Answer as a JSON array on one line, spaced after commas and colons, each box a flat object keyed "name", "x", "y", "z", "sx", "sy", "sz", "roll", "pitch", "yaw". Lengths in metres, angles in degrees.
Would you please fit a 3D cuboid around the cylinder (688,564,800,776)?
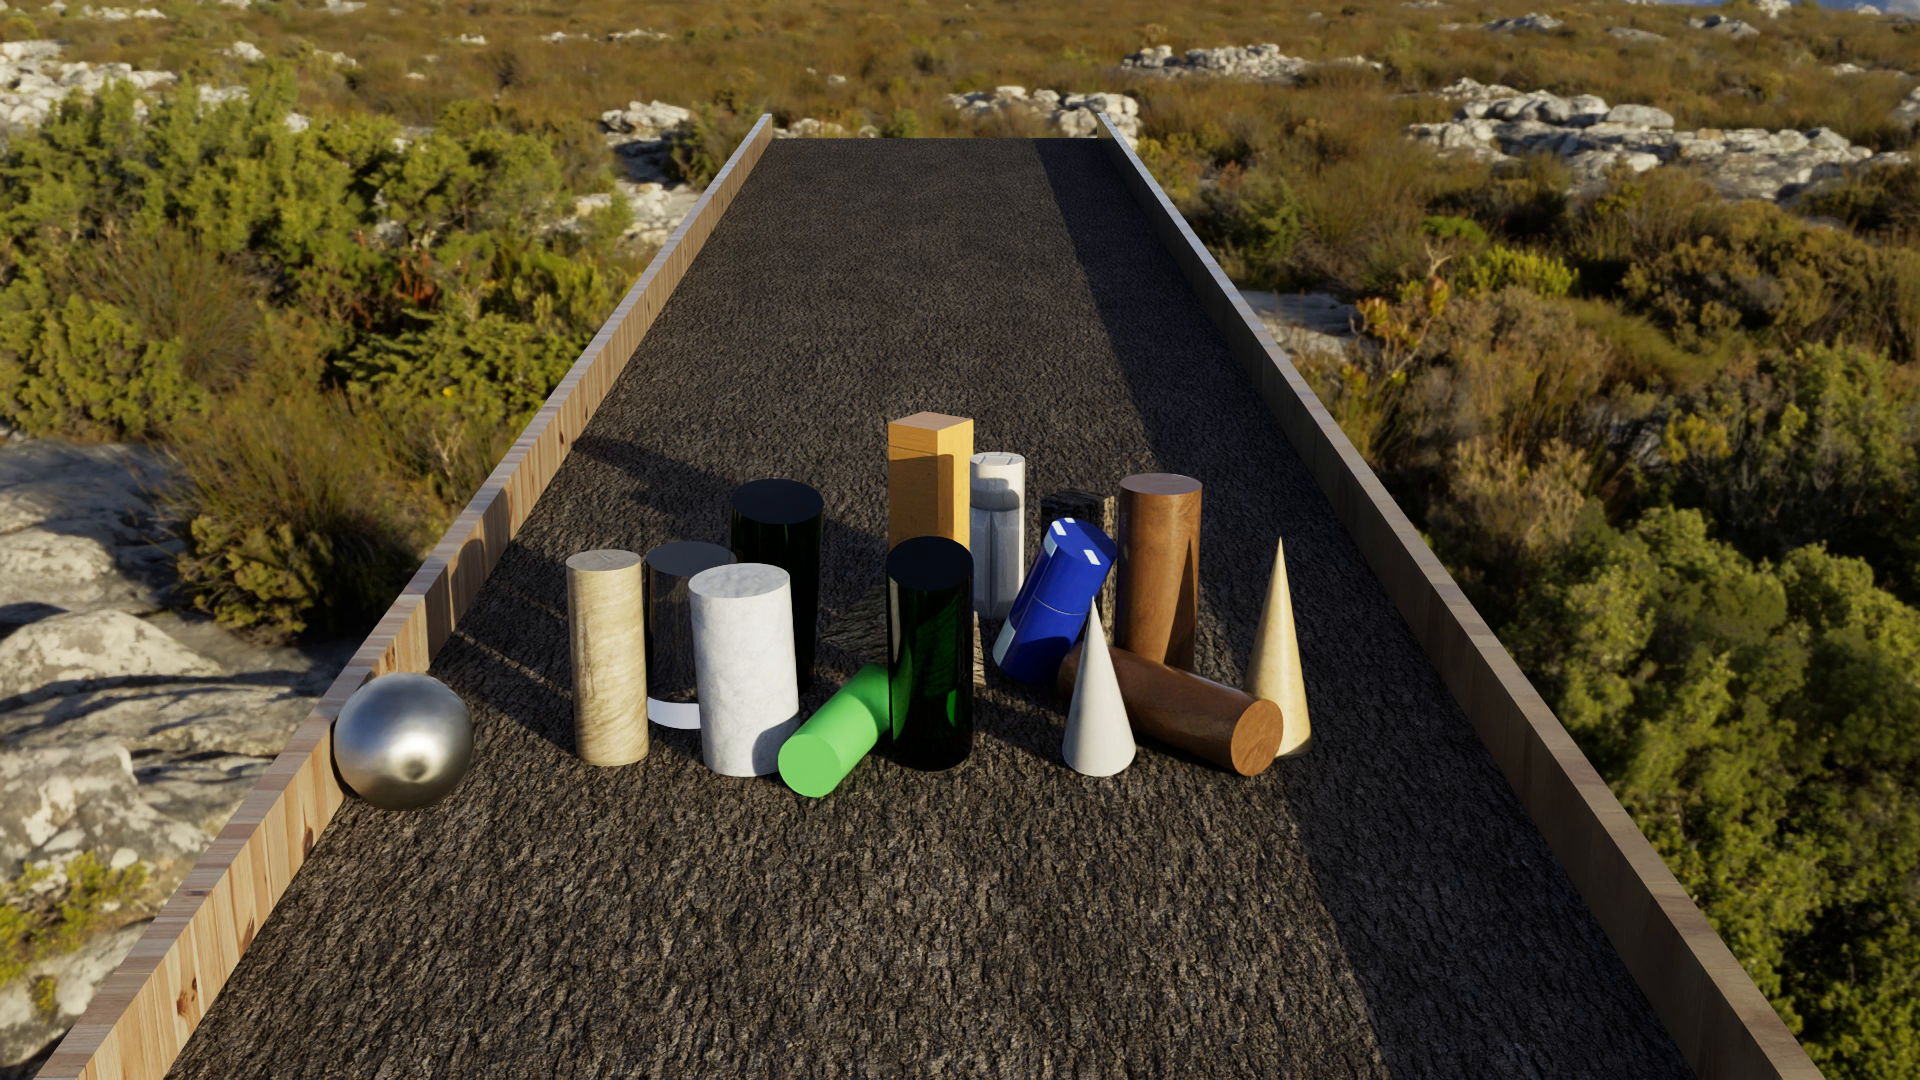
[{"name": "cylinder", "x": -0.376, "y": 0.227, "z": 3.863, "sx": 0.176, "sy": 0.333, "sz": 0.176, "roll": -2, "pitch": 19, "yaw": 1}]

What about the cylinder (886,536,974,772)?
[{"name": "cylinder", "x": -0.051, "y": 0.200, "z": 3.792, "sx": 0.148, "sy": 0.409, "sz": 0.148, "roll": 0, "pitch": 38, "yaw": 0}]

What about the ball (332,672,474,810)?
[{"name": "ball", "x": -0.933, "y": 0.336, "z": 3.690, "sx": 0.231, "sy": 0.231, "sz": 0.231, "roll": 0, "pitch": 17, "yaw": 0}]

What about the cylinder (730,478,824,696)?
[{"name": "cylinder", "x": -0.353, "y": 0.096, "z": 4.161, "sx": 0.171, "sy": 0.392, "sz": 0.171, "roll": 4, "pitch": 30, "yaw": -2}]

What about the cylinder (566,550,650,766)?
[{"name": "cylinder", "x": -0.623, "y": 0.208, "z": 3.895, "sx": 0.131, "sy": 0.361, "sz": 0.131, "roll": 0, "pitch": 17, "yaw": 0}]

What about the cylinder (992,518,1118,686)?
[{"name": "cylinder", "x": 0.181, "y": 0.120, "z": 4.232, "sx": 0.139, "sy": 0.307, "sz": 0.139, "roll": 17, "pitch": 33, "yaw": -11}]

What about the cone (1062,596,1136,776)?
[{"name": "cone", "x": 0.232, "y": 0.230, "z": 3.752, "sx": 0.130, "sy": 0.384, "sz": 0.130, "roll": -3, "pitch": 44, "yaw": 3}]

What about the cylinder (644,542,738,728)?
[{"name": "cylinder", "x": -0.500, "y": 0.175, "z": 4.069, "sx": 0.165, "sy": 0.306, "sz": 0.165, "roll": 4, "pitch": 22, "yaw": -2}]

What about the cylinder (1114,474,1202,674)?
[{"name": "cylinder", "x": 0.371, "y": 0.098, "z": 4.153, "sx": 0.154, "sy": 0.423, "sz": 0.154, "roll": 1, "pitch": 17, "yaw": 0}]

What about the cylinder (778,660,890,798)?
[{"name": "cylinder", "x": -0.198, "y": 0.330, "z": 3.914, "sx": 0.114, "sy": 0.114, "sz": 0.391, "roll": 5, "pitch": 17, "yaw": 16}]

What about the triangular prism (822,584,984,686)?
[{"name": "triangular prism", "x": -0.079, "y": 0.169, "z": 4.116, "sx": 0.151, "sy": 0.131, "sz": 0.402, "roll": 20, "pitch": 0, "yaw": 27}]

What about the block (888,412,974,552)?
[{"name": "block", "x": -0.064, "y": -0.092, "z": 4.909, "sx": 0.134, "sy": 0.357, "sz": 0.134, "roll": 11, "pitch": 20, "yaw": 34}]

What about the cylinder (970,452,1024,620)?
[{"name": "cylinder", "x": 0.078, "y": -0.009, "z": 4.668, "sx": 0.116, "sy": 0.337, "sz": 0.116, "roll": 0, "pitch": 17, "yaw": 0}]

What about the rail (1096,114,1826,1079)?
[{"name": "rail", "x": 0.932, "y": -0.844, "z": 7.801, "sx": 0.050, "sy": 0.150, "sz": 12.000, "roll": 0, "pitch": 17, "yaw": -1}]

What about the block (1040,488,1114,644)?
[{"name": "block", "x": 0.233, "y": 0.072, "z": 4.409, "sx": 0.103, "sy": 0.328, "sz": 0.103, "roll": 13, "pitch": 21, "yaw": 38}]

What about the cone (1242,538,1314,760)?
[{"name": "cone", "x": 0.565, "y": 0.180, "z": 3.930, "sx": 0.151, "sy": 0.395, "sz": 0.151, "roll": 0, "pitch": 17, "yaw": 0}]

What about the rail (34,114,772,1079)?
[{"name": "rail", "x": -1.118, "y": -0.838, "z": 7.780, "sx": 0.050, "sy": 0.150, "sz": 12.000, "roll": 0, "pitch": 17, "yaw": -1}]

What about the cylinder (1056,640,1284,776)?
[{"name": "cylinder", "x": 0.375, "y": 0.299, "z": 3.978, "sx": 0.139, "sy": 0.139, "sz": 0.429, "roll": -14, "pitch": 22, "yaw": -40}]
